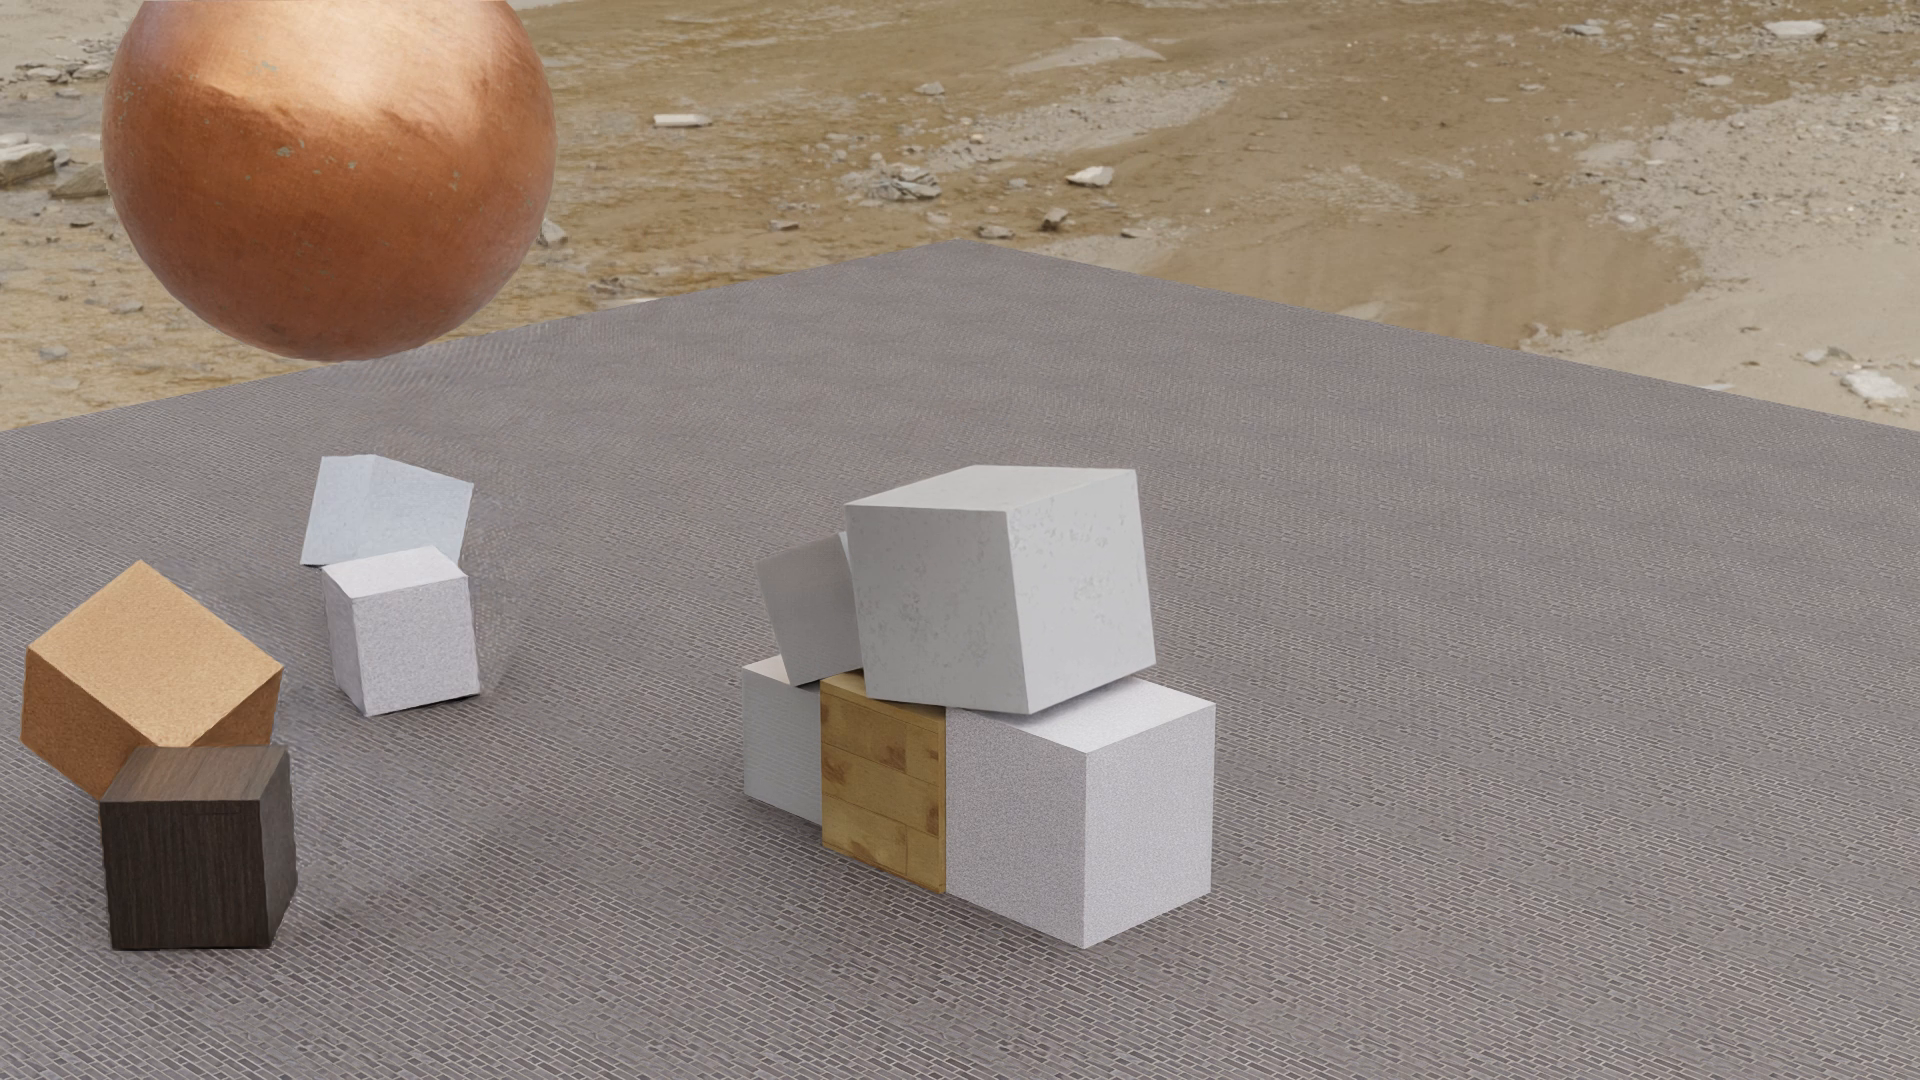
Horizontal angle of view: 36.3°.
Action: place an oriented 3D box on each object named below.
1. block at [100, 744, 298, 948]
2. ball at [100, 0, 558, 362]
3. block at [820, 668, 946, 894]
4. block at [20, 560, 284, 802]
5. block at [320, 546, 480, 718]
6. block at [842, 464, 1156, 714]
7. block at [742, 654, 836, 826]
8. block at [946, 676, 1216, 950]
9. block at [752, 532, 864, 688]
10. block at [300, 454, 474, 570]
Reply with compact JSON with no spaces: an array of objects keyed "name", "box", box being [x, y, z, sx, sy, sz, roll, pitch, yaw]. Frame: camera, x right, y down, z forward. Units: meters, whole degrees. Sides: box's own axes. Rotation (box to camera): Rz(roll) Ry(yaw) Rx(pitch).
[{"name":"block","box":[-3.340,1.343,12.915,0.676,0.679,0.676,-1,16,-2]},{"name":"ball","box":[-2.251,-1.438,10.530,1.600,1.600,1.600,0,17,0]},{"name":"block","box":[-0.055,1.029,13.689,0.775,0.829,0.896,17,24,42]},{"name":"block","box":[-3.799,0.770,13.766,0.881,0.753,0.726,35,48,10]},{"name":"block","box":[-2.989,0.478,15.659,0.622,0.661,0.613,-12,20,-24]},{"name":"block","box":[0.182,0.200,13.190,0.965,0.896,0.897,3,14,42]},{"name":"block","box":[-0.584,0.942,14.243,0.609,0.661,0.730,-17,24,-42]},{"name":"block","box":[0.535,1.159,13.137,0.846,0.911,0.848,-17,24,-42]},{"name":"block","box":[-0.453,0.265,13.890,0.642,0.622,0.667,-17,-1,-43]},{"name":"block","box":[-3.318,-0.092,16.982,0.675,0.641,0.580,18,-12,-41]}]
